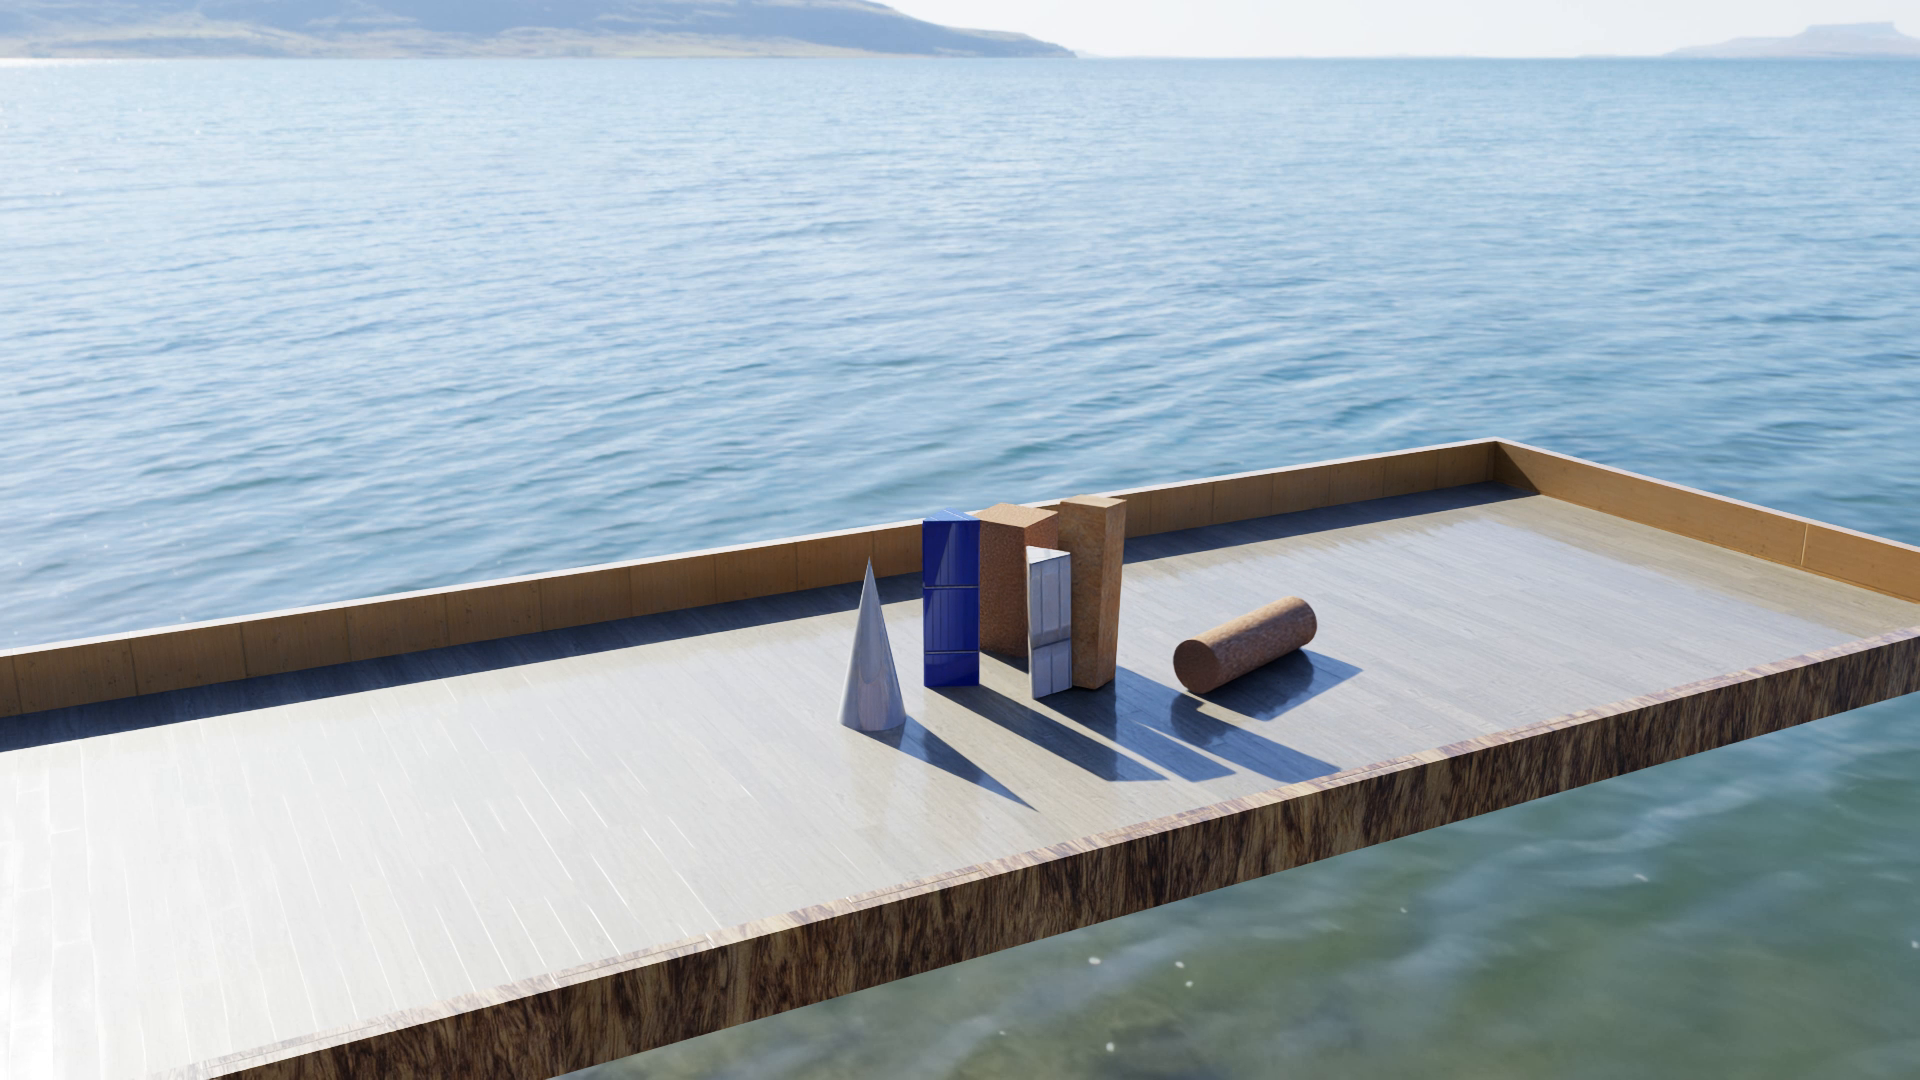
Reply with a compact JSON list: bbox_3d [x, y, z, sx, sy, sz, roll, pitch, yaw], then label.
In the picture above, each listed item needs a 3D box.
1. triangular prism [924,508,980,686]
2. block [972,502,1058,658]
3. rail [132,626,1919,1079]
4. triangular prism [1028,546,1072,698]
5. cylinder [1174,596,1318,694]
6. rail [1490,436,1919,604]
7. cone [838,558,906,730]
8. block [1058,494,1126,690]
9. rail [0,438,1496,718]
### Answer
[{"bbox_3d":[-0.024,0.141,4.112,0.137,0.430,0.119,-1,16,-3],"label":"triangular prism"},{"bbox_3d":[0.138,0.104,4.374,0.177,0.354,0.177,10,19,31],"label":"block"},{"bbox_3d":[-2.336,1.006,1.665,12.000,0.150,0.050,-9,18,-27],"label":"rail"},{"bbox_3d":[0.196,0.196,4.039,0.116,0.356,0.100,-14,23,-29],"label":"triangular prism"},{"bbox_3d":[0.734,0.263,4.216,0.137,0.137,0.458,14,22,40],"label":"cylinder"},{"bbox_3d":[2.466,-0.048,5.253,0.050,0.150,2.100,-9,18,-27],"label":"rail"},{"bbox_3d":[-0.209,0.230,3.865,0.165,0.399,0.165,0,16,0],"label":"cone"},{"bbox_3d":[0.318,0.127,4.098,0.124,0.456,0.124,9,13,27],"label":"block"},{"bbox_3d":[-3.305,0.497,3.399,12.000,0.150,0.050,-9,18,-27],"label":"rail"}]
